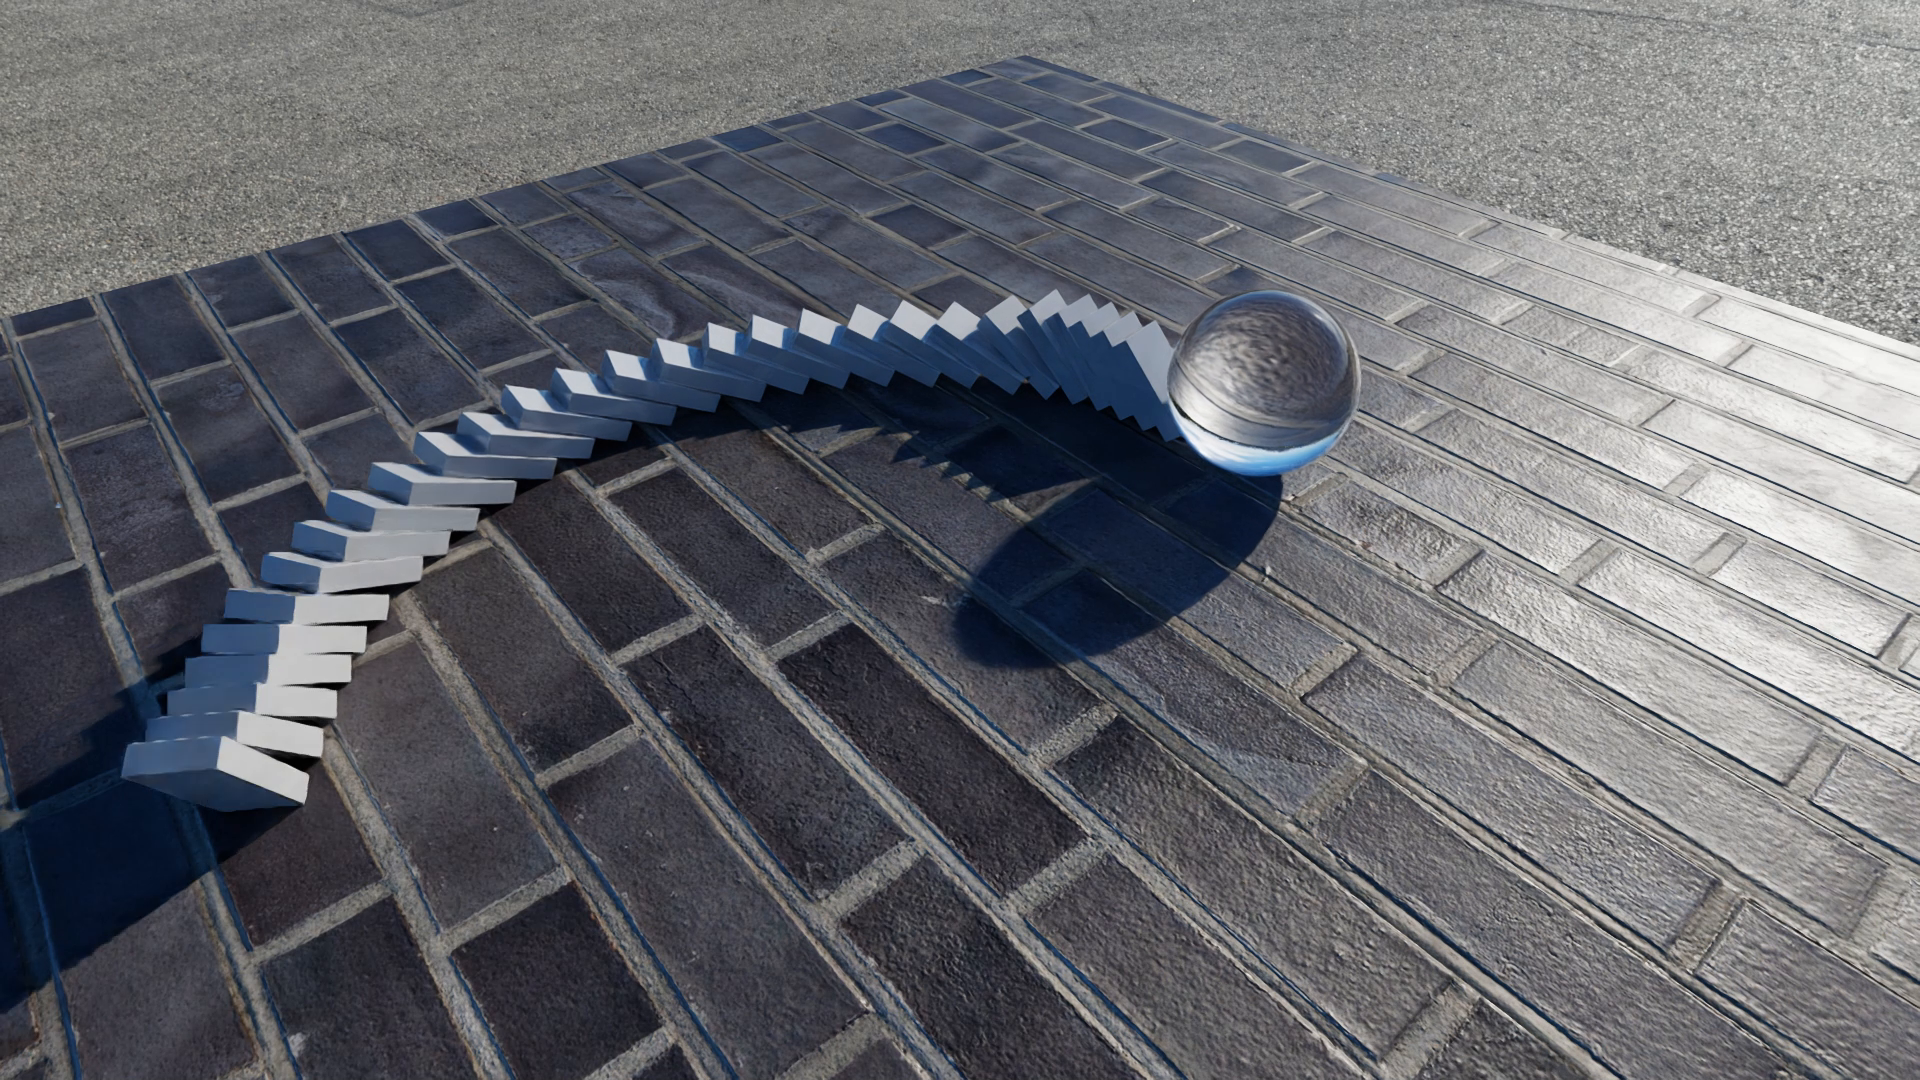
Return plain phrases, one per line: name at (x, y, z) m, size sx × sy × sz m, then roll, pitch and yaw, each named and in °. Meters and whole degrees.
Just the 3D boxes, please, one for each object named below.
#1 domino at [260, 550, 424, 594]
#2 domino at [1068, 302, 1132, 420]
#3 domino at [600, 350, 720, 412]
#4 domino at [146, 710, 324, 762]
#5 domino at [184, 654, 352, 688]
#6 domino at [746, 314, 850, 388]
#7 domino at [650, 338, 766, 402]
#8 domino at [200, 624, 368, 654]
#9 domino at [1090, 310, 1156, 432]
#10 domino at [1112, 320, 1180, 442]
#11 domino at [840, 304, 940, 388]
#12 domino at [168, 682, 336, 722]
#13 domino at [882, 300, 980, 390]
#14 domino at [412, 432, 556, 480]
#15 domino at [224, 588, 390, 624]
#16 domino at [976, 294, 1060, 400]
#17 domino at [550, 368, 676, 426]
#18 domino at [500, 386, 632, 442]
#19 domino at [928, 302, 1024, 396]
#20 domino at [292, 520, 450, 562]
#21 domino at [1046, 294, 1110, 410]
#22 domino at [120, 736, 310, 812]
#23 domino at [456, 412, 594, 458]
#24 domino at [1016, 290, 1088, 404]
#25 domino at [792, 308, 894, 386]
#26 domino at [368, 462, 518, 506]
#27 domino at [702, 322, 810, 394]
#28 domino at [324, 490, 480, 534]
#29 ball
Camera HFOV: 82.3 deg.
domino at (-0.229, 0.010, 0.410) m, size 0.025 × 0.009 × 0.050 m, roll 11°, pitch 6°, yaw 13°
domino at (0.074, -0.085, 0.520) m, size 0.025 × 0.050 × 0.010 m, roll -36°, pitch 9°, yaw -36°
domino at (-0.141, -0.075, 0.517) m, size 0.050 × 0.009 × 0.025 m, roll 8°, pitch 31°, yaw -35°
domino at (-0.222, 0.061, 0.339) m, size 0.025 × 0.050 × 0.009 m, roll -4°, pitch 75°, yaw -5°
domino at (-0.228, 0.043, 0.365) m, size 0.025 × 0.050 × 0.009 m, roll -2°, pitch 84°, yaw -2°
domino at (-0.079, -0.092, 0.538) m, size 0.050 × 0.010 × 0.025 m, roll 17°, pitch 33°, yaw -22°
domino at (-0.120, -0.081, 0.526) m, size 0.050 × 0.010 × 0.025 m, roll 9°, pitch 32°, yaw -32°
domino at (-0.230, 0.034, 0.377) m, size 0.025 × 0.009 × 0.050 m, roll 1°, pitch -5°, yaw 1°
domino at (0.083, -0.079, 0.513) m, size 0.025 × 0.050 × 0.010 m, roll -37°, pitch 9°, yaw -36°
domino at (0.092, -0.073, 0.506) m, size 0.025 × 0.050 × 0.010 m, roll -37°, pitch 9°, yaw -36°
domino at (-0.032, -0.096, 0.544) m, size 0.050 × 0.010 × 0.025 m, roll 25°, pitch 39°, yaw -11°
domino at (-0.225, 0.053, 0.352) m, size 0.025 × 0.050 × 0.010 m, roll -4°, pitch 80°, yaw -5°
domino at (-0.012, -0.097, 0.543) m, size 0.050 × 0.009 × 0.025 m, roll 30°, pitch 39°, yaw -8°
domino at (-0.202, -0.036, 0.469) m, size 0.025 × 0.009 × 0.050 m, roll 30°, pitch 18°, yaw 31°
domino at (-0.231, 0.023, 0.391) m, size 0.025 × 0.009 × 0.050 m, roll 5°, pitch -1°, yaw 7°
domino at (0.034, -0.095, 0.538) m, size 0.050 × 0.009 × 0.025 m, roll 47°, pitch 50°, yaw 1°
domino at (-0.159, -0.066, 0.506) m, size 0.050 × 0.009 × 0.025 m, roll 4°, pitch 30°, yaw -42°
domino at (-0.177, -0.057, 0.494) m, size 0.050 × 0.009 × 0.025 m, roll 4°, pitch 27°, yaw -44°
domino at (0.011, -0.095, 0.541) m, size 0.050 × 0.009 × 0.025 m, roll 34°, pitch 43°, yaw -3°
domino at (-0.225, 0.000, 0.423) m, size 0.025 × 0.010 × 0.050 m, roll 14°, pitch 7°, yaw 17°
domino at (0.064, -0.090, 0.526) m, size 0.025 × 0.050 × 0.010 m, roll -36°, pitch 9°, yaw -36°
domino at (-0.219, 0.070, 0.327) m, size 0.025 × 0.050 × 0.009 m, roll -4°, pitch 66°, yaw -5°
domino at (-0.189, -0.045, 0.481) m, size 0.025 × 0.010 × 0.050 m, roll 30°, pitch 19°, yaw 31°
domino at (0.050, -0.093, 0.530) m, size 0.010 × 0.050 × 0.025 m, roll -23°, pitch 15°, yaw 49°
domino at (-0.057, -0.095, 0.542) m, size 0.050 × 0.010 × 0.025 m, roll 21°, pitch 35°, yaw -17°
domino at (-0.212, -0.023, 0.452) m, size 0.025 × 0.009 × 0.050 m, roll 21°, pitch 12°, yaw 24°
domino at (-0.099, -0.088, 0.534) m, size 0.050 × 0.010 × 0.025 m, roll 15°, pitch 33°, yaw -25°
domino at (-0.220, -0.011, 0.436) m, size 0.025 × 0.010 × 0.050 m, roll 18°, pitch 8°, yaw 20°
ball at (0.129, -0.067, 0.469) m, size 0.080 × 0.080 × 0.080 m, roll 0°, pitch 39°, yaw 0°
